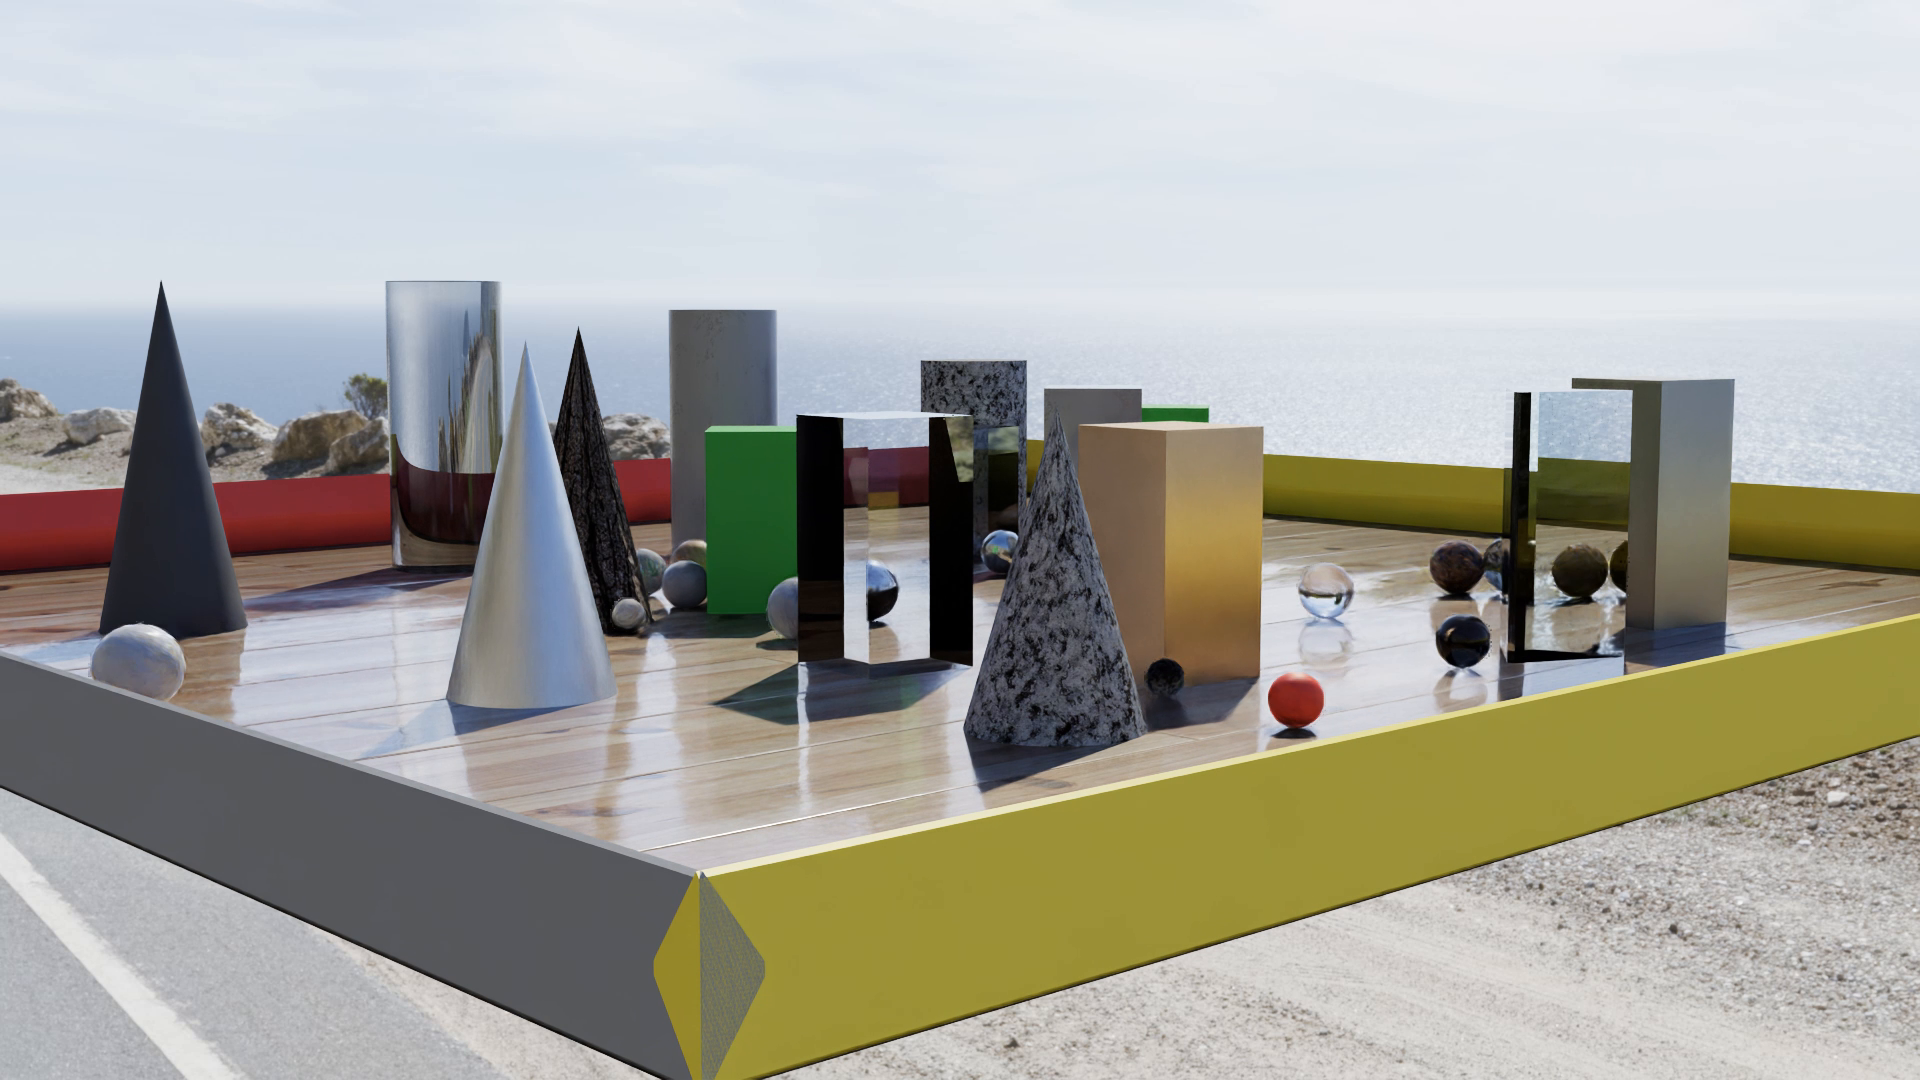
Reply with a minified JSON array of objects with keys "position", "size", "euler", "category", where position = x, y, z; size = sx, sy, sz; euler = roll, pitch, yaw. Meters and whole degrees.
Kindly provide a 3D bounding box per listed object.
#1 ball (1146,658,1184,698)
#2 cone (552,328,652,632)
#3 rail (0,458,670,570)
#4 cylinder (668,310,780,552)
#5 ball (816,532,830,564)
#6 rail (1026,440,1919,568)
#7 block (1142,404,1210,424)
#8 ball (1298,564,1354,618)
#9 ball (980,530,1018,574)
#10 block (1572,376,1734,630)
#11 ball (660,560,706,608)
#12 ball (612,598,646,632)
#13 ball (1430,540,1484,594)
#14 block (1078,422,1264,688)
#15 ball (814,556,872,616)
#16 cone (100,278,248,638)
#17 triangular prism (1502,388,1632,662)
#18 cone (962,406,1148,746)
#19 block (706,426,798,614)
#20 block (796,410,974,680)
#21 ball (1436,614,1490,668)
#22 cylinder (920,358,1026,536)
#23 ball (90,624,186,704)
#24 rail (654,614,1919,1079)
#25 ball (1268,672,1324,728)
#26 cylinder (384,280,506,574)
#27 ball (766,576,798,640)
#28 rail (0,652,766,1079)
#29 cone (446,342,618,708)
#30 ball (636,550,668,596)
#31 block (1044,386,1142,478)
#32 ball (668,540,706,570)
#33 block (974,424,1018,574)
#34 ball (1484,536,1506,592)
[{"position":[0.237,0.159,2.541],"size":[0.044,0.044,0.044],"euler":[0,6,0],"category":"ball"},{"position":[-0.539,-0.093,3.129],"size":[0.198,0.424,0.198],"euler":[0,6,0],"category":"cone"},{"position":[-0.964,-0.075,4.371],"size":[3.066,0.129,0.045],"euler":[-5,8,-42],"category":"rail"},{"position":[-0.429,-0.196,4.009],"size":[0.198,0.446,0.198],"euler":[0,6,0],"category":"cylinder"},{"position":[-0.258,0.014,3.884],"size":[0.056,0.056,0.056],"euler":[0,6,0],"category":"ball"},{"position":[1.109,-0.073,4.350],"size":[0.045,0.129,2.891],"euler":[-5,8,-42],"category":"rail"},{"position":[0.388,-0.119,4.144],"size":[0.158,0.266,0.158],"euler":[1,6,7],"category":"block"},{"position":[0.531,0.074,3.184],"size":[0.081,0.081,0.081],"euler":[0,6,0],"category":"ball"},{"position":[0.072,0.020,3.733],"size":[0.075,0.075,0.075],"euler":[0,6,0],"category":"ball"},{"position":[0.991,-0.058,3.163],"size":[0.158,0.348,0.158],"euler":[-4,7,-34],"category":"block"},{"position":[-0.412,0.067,3.296],"size":[0.072,0.072,0.072],"euler":[0,6,0],"category":"ball"},{"position":[-0.460,0.105,3.055],"size":[0.047,0.047,0.047],"euler":[0,6,0],"category":"ball"},{"position":[0.784,0.042,3.471],"size":[0.085,0.085,0.085],"euler":[0,6,0],"category":"ball"},{"position":[0.255,0.013,2.684],"size":[0.158,0.306,0.158],"euler":[-4,7,-37],"category":"block"},{"position":[-0.172,0.067,3.220],"size":[0.088,0.088,0.088],"euler":[0,6,0],"category":"ball"},{"position":[-1.107,-0.120,3.071],"size":[0.198,0.490,0.198],"euler":[0,6,0],"category":"cone"},{"position":[0.754,-0.025,2.868],"size":[0.172,0.343,0.149],"euler":[-2,6,-19],"category":"triangular prism"},{"position":[0.102,0.030,2.333],"size":[0.198,0.345,0.198],"euler":[0,6,0],"category":"cone"},{"position":[-0.298,-0.033,3.311],"size":[0.158,0.268,0.158],"euler":[0,6,-3],"category":"block"},{"position":[-0.094,0.001,2.757],"size":[0.158,0.315,0.158],"euler":[-4,7,-37],"category":"block"},{"position":[0.629,0.126,2.749],"size":[0.068,0.068,0.068],"euler":[0,6,0],"category":"ball"},{"position":[0.026,-0.159,4.105],"size":[0.198,0.353,0.198],"euler":[0,6,0],"category":"cylinder"},{"position":[-0.913,0.142,2.443],"size":[0.099,0.099,0.099],"euler":[0,6,0],"category":"ball"},{"position":[0.964,0.142,2.293],"size":[3.066,0.129,0.045],"euler":[-5,8,-42],"category":"rail"},{"position":[0.360,0.171,2.355],"size":[0.060,0.060,0.060],"euler":[0,6,0],"category":"ball"},{"position":[-0.887,-0.199,3.805],"size":[0.198,0.494,0.198],"euler":[0,6,0],"category":"cylinder"},{"position":[-0.219,0.093,2.982],"size":[0.086,0.086,0.086],"euler":[0,6,0],"category":"ball"},{"position":[-1.109,0.140,2.314],"size":[0.045,0.129,2.891],"euler":[-5,8,-42],"category":"rail"},{"position":[-0.499,-0.026,2.546],"size":[0.198,0.412,0.198],"euler":[0,6,0],"category":"cone"},{"position":[-0.494,0.051,3.446],"size":[0.073,0.073,0.073],"euler":[0,6,0],"category":"ball"},{"position":[0.222,-0.096,3.662],"size":[0.158,0.319,0.158],"euler":[0,6,4],"category":"block"},{"position":[-0.419,0.041,3.483],"size":[0.084,0.084,0.084],"euler":[0,6,0],"category":"ball"},{"position":[-0.007,-0.074,3.817],"size":[0.158,0.244,0.158],"euler":[4,7,32],"category":"block"},{"position":[0.873,0.038,3.480],"size":[0.091,0.091,0.091],"euler":[0,6,0],"category":"ball"}]
